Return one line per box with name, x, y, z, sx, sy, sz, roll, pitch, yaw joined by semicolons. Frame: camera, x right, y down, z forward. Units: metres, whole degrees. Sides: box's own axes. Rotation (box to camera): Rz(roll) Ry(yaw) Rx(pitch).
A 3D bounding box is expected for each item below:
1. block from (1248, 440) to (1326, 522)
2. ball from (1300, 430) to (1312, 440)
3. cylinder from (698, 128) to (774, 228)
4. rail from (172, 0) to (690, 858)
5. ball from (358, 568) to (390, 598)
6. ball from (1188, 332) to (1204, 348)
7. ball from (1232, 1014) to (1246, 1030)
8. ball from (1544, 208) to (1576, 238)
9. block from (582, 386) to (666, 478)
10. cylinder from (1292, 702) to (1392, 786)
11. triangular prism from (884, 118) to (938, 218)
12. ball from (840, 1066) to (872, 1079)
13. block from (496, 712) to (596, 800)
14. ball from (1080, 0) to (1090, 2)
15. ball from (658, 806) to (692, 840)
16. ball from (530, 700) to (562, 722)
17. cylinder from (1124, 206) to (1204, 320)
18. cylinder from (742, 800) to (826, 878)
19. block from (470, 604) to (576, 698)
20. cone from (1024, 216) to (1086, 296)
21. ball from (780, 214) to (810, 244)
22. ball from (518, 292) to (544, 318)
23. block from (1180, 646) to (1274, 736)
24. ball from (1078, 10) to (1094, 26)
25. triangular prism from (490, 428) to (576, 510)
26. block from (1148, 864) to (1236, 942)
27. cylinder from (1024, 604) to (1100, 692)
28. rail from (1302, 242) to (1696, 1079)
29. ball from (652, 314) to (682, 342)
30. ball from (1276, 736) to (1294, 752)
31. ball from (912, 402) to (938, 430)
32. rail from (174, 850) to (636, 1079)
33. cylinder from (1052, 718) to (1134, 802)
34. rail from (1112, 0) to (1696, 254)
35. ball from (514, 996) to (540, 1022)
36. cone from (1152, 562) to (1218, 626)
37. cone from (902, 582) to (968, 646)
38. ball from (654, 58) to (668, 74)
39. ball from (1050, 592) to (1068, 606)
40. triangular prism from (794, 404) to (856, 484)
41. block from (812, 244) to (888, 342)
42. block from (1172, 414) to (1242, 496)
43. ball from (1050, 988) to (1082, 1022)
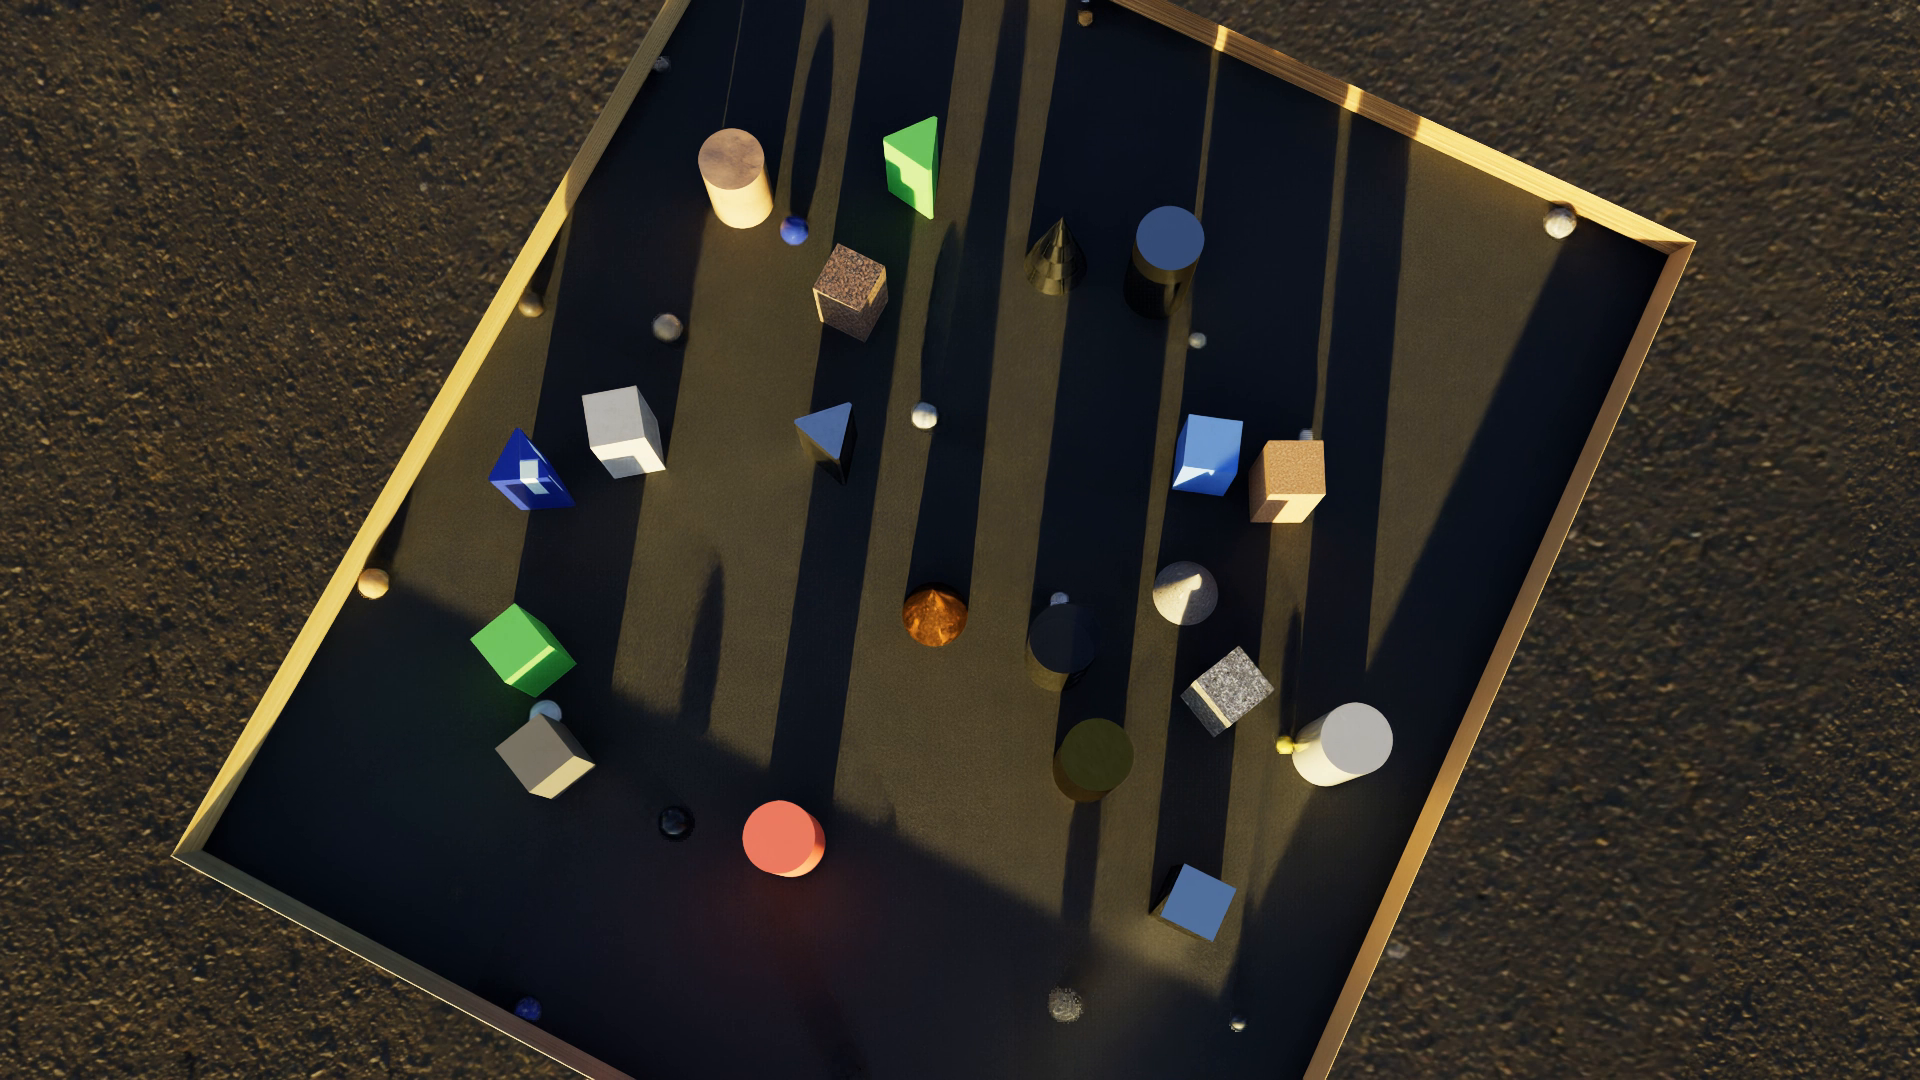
block;0.970;-0.171;5.459;0.159;0.378;0.159;0;78;0
ball;1.069;-0.320;5.662;0.041;0.041;0.041;0;78;0
cylinder;-0.691;-1.119;5.689;0.199;0.311;0.199;0;78;0
rail;-1.429;-0.693;5.693;0.045;0.129;3.720;26;80;5
ball;-1.773;0.129;5.543;0.092;0.092;0.092;0;78;0
ball;0.739;-0.625;5.720;0.051;0.051;0.051;0;78;0
ball;0.808;1.397;5.305;0.043;0.043;0.043;0;78;0
ball;1.892;-1.000;5.775;0.094;0.094;0.094;0;78;0
block;-1.003;-0.319;5.489;0.159;0.380;0.159;-11;79;-2
cylinder;1.093;0.592;5.266;0.199;0.447;0.199;0;78;0
triangular prism;-0.116;-1.169;5.662;0.172;0.385;0.149;35;80;7
ball;-0.299;1.554;5.246;0.096;0.096;0.096;0;78;0
block;-1.196;0.630;5.316;0.159;0.334;0.159;-39;81;-7
ball;0.406;-1.771;5.960;0.046;0.046;0.046;0;78;0
ball;-0.838;0.833;5.393;0.099;0.099;0.099;0;78;0
ball;-1.235;0.523;5.461;0.094;0.094;0.094;0;78;0
cylinder;0.614;-0.836;5.563;0.199;0.444;0.199;0;78;0
cylinder;-0.498;0.857;5.235;0.199;0.400;0.199;0;78;0
block;-1.270;0.327;5.354;0.159;0.383;0.159;-40;81;-8
cone;0.302;-0.910;5.594;0.199;0.413;0.199;0;78;0
ball;-0.521;-0.978;5.772;0.092;0.092;0.092;0;78;0
ball;-1.340;-0.737;5.728;0.081;0.081;0.081;0;78;0
block;0.774;0.445;5.334;0.159;0.372;0.159;-37;81;-7
ball;0.407;-1.692;5.942;0.050;0.050;0.050;0;78;0
triangular prism;-1.273;-0.212;5.465;0.172;0.383;0.149;-4;78;-1
block;0.660;1.036;5.231;0.159;0.336;0.159;26;79;5
cylinder;0.294;0.318;5.339;0.199;0.415;0.199;0;78;0
rail;1.429;0.706;5.403;0.045;0.129;3.720;26;80;5
ball;-0.911;-0.660;5.707;0.090;0.090;0.090;0;78;0
ball;0.969;0.609;5.464;0.053;0.053;0.053;0;78;0
ball;-0.108;-0.383;5.654;0.081;0.081;0.081;0;78;0
rail;-0.821;1.615;5.215;3.242;0.129;0.045;26;80;5
cylinder;0.375;0.635;5.235;0.199;0.490;0.199;0;78;0
rail;0.821;-1.602;5.881;3.242;0.129;0.045;26;80;5
ball;-1.250;1.357;5.299;0.073;0.073;0.073;0;78;0
cone;0.687;0.130;5.428;0.199;0.316;0.199;0;78;0
cone;-0.076;0.182;5.362;0.199;0.424;0.199;0;78;0
ball;-0.964;-1.530;5.908;0.050;0.050;0.050;0;78;0
ball;0.299;0.183;5.552;0.052;0.052;0.052;0;78;0
triangular prism;-0.370;-0.312;5.509;0.172;0.337;0.149;41;81;8
block;-0.332;-0.754;5.618;0.159;0.303;0.159;27;80;5
block;0.742;-0.253;5.519;0.159;0.293;0.159;8;78;2
ball;0.305;1.342;5.291;0.094;0.094;0.094;0;78;0
